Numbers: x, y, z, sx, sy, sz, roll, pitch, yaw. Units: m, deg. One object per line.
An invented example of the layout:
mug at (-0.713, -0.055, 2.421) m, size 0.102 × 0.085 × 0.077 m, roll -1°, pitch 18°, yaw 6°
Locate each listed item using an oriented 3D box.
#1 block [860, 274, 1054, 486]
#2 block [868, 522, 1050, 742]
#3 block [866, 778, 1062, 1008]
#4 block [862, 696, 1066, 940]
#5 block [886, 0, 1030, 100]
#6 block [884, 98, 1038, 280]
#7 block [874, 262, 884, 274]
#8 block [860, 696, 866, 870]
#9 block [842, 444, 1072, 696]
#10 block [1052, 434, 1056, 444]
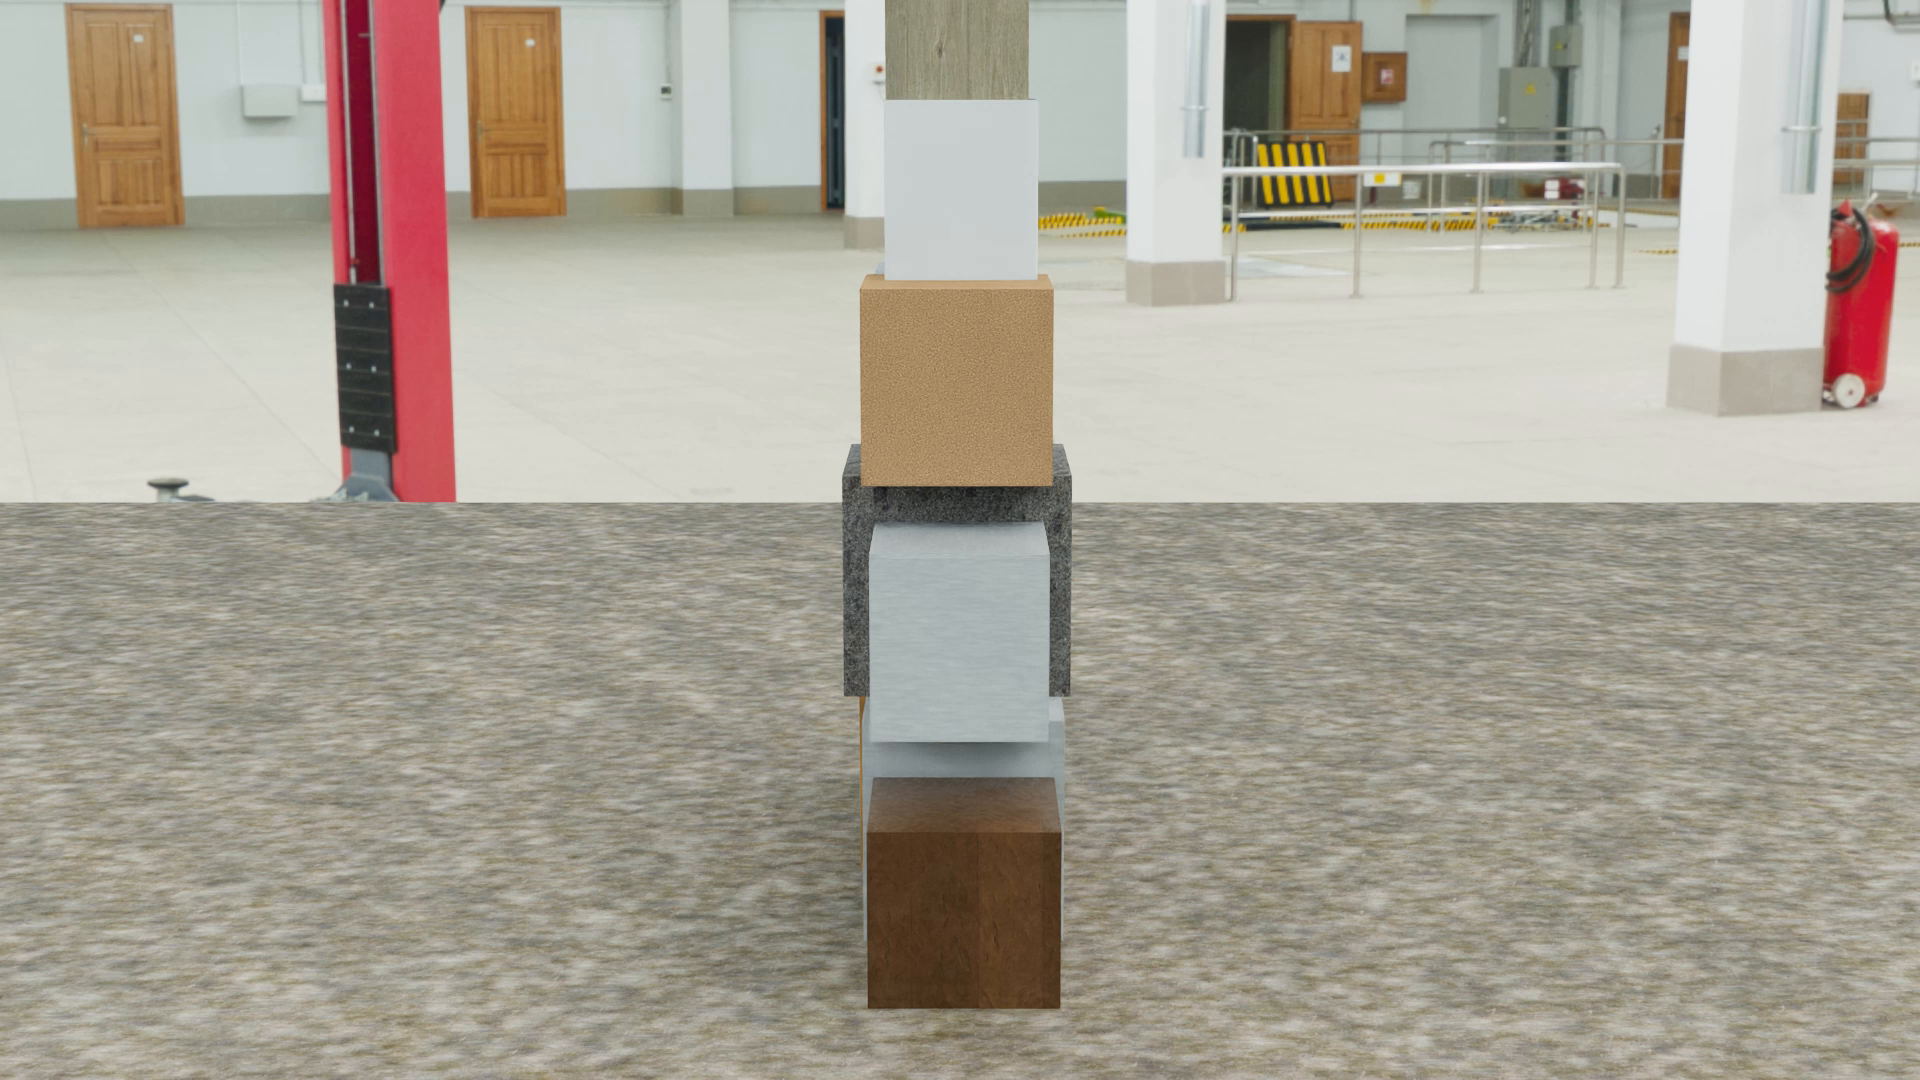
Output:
block at (-0.013, -0.676, 10.646) m, size 0.772 × 0.793 × 0.773 m, roll 0°, pitch 10°, yaw 0°
block at (-0.002, 0.357, 10.326) m, size 0.699 × 0.746 × 0.726 m, roll 0°, pitch 10°, yaw 0°
block at (0.015, 1.372, 10.075) m, size 0.733 × 0.695 × 0.766 m, roll 0°, pitch 10°, yaw 0°
block at (0.014, 1.104, 10.900) m, size 0.820 × 0.928 × 0.934 m, roll 0°, pitch 10°, yaw 0°
block at (-0.012, -2.116, 10.799) m, size 0.588 × 0.516 × 0.594 m, roll 0°, pitch 10°, yaw 0°
block at (0.005, -1.500, 10.909) m, size 0.633 × 0.735 × 0.704 m, roll 0°, pitch 10°, yaw 0°
block at (-0.019, -0.815, 11.430) m, size 0.703 × 0.786 × 0.799 m, roll 0°, pitch 10°, yaw 0°
block at (-0.007, 0.952, 11.823) m, size 0.873 × 0.897 × 0.918 m, roll 0°, pitch 10°, yaw 0°
block at (-0.012, 0.112, 11.144) m, size 0.950 × 0.936 × 0.951 m, roll 0°, pitch 10°, yaw 0°
block at (0.010, -0.012, 12.041) m, size 0.862 × 0.921 × 0.837 m, roll 0°, pitch 10°, yaw 0°
